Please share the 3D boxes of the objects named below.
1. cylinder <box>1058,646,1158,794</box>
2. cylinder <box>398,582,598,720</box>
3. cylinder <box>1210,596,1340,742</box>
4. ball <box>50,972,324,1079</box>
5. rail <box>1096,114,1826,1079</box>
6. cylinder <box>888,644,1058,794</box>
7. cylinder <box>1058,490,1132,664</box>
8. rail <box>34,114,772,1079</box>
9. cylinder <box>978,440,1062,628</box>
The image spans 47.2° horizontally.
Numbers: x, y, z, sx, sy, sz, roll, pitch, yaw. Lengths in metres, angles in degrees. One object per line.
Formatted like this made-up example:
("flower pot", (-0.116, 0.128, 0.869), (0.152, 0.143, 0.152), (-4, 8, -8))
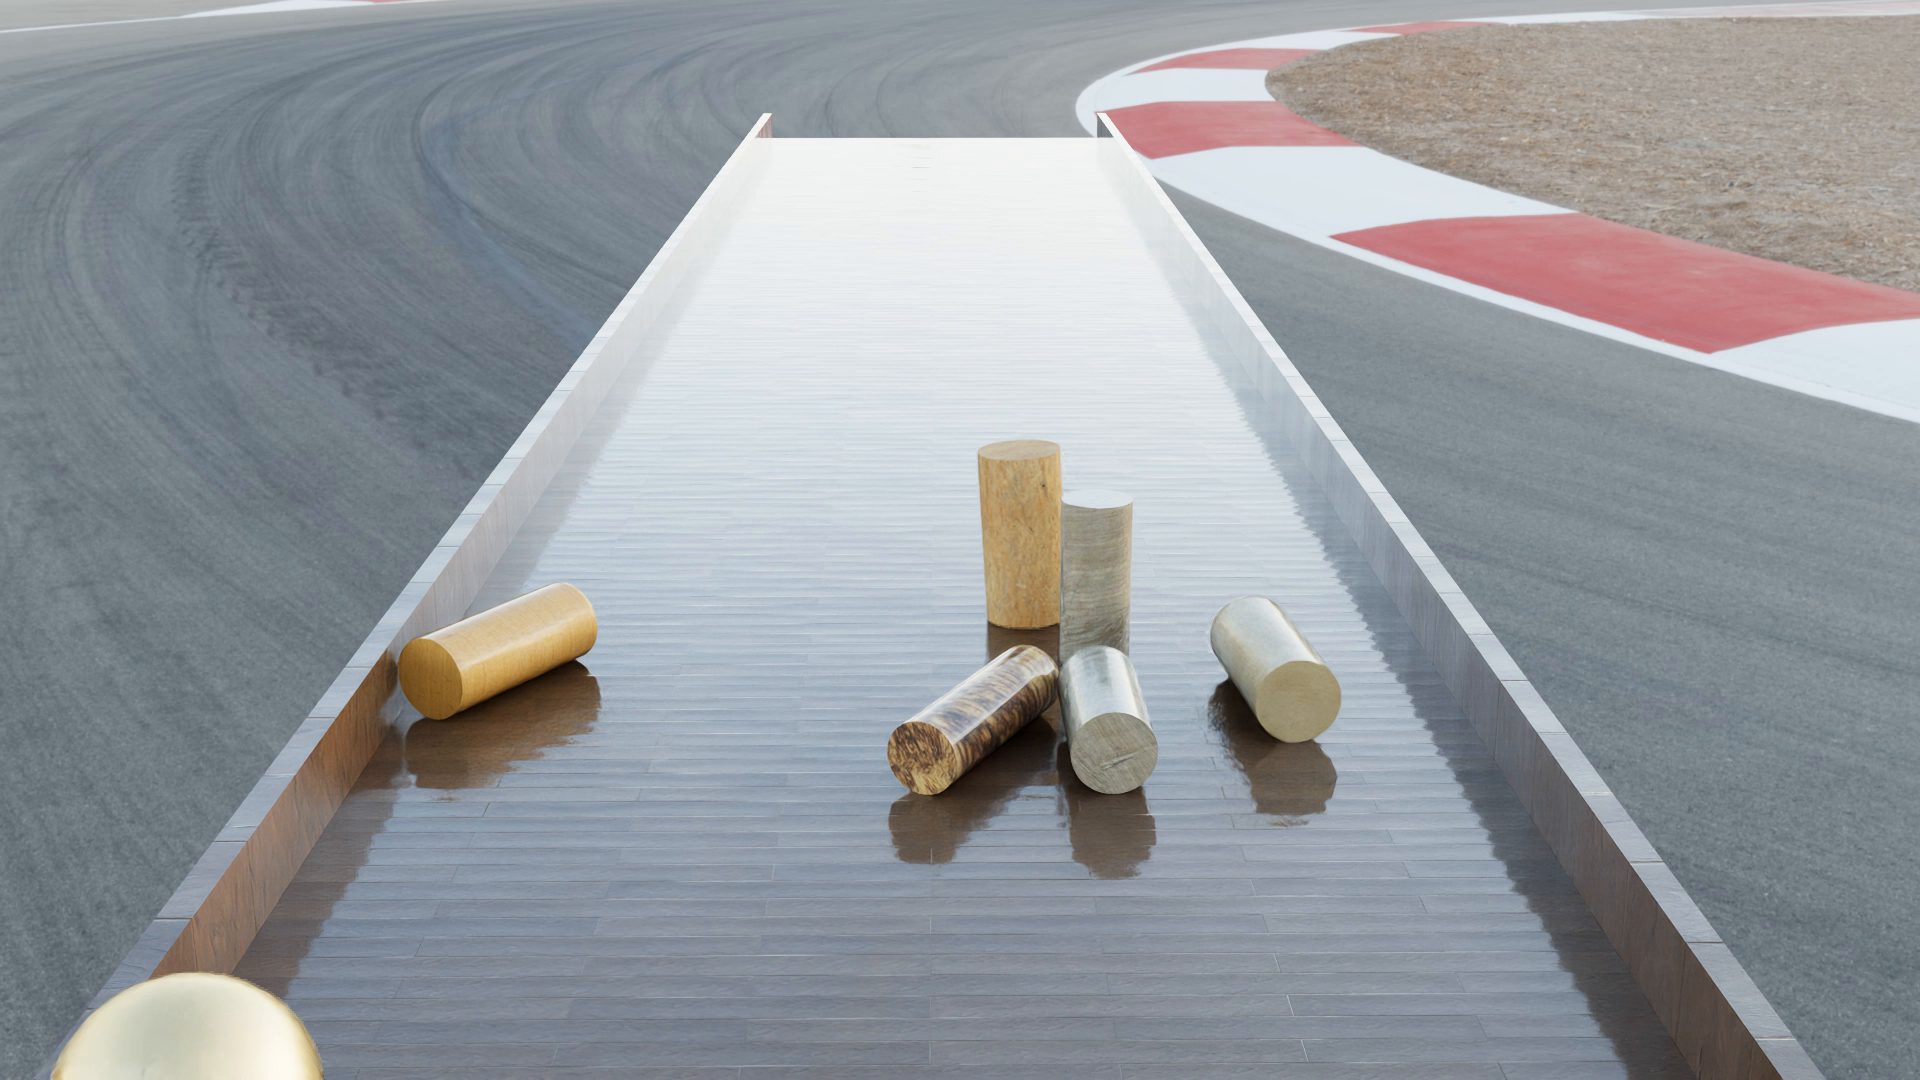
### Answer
("cylinder", (0.258, 0.314, 3.906), (0.150, 0.150, 0.343), (0, 17, -1))
("cylinder", (-0.886, 0.209, 4.246), (0.158, 0.158, 0.394), (9, 19, 28))
("cylinder", (0.590, 0.238, 4.148), (0.159, 0.159, 0.378), (-2, 17, -6))
("ball", (-0.882, 0.649, 2.510), (0.305, 0.305, 0.305), (0, 17, 0))
("rail", (0.932, -0.844, 7.801), (0.050, 0.150, 12.000), (0, 17, -1))
("cylinder", (0.032, 0.316, 3.933), (0.133, 0.133, 0.438), (8, 18, 25))
("cylinder", (0.269, 0.080, 4.370), (0.141, 0.336, 0.141), (0, 17, 0))
("rail", (-1.118, -0.838, 7.780), (0.050, 0.150, 12.000), (0, 17, -1))
("cylinder", (0.133, -0.014, 4.620), (0.173, 0.363, 0.173), (-3, 16, 1))
